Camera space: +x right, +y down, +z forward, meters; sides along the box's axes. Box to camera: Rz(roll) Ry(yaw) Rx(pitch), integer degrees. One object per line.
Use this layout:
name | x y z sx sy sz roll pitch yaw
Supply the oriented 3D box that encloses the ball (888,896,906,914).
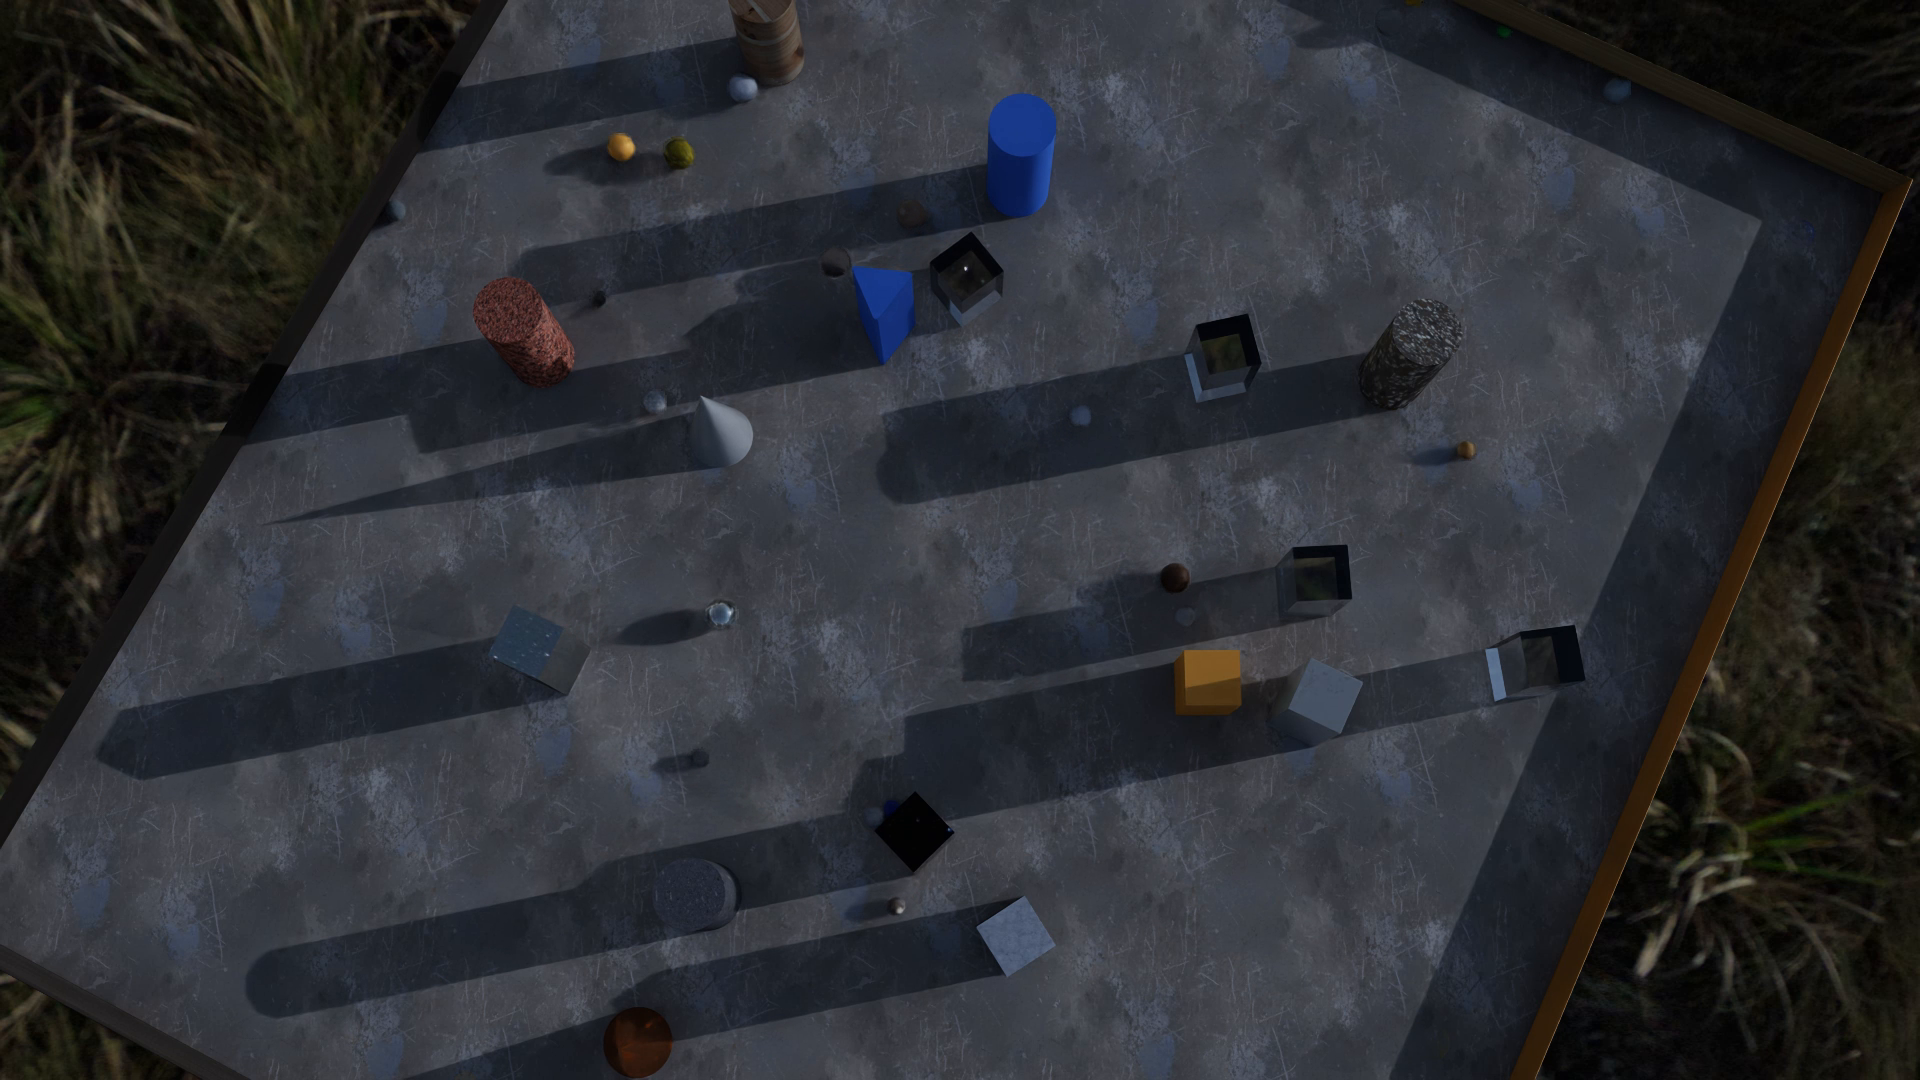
ball | -0.186 1.072 5.368 0.052 0.052 0.052 0 78 0

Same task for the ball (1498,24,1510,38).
ball | 1.762 -1.650 5.937 0.042 0.042 0.042 0 78 0

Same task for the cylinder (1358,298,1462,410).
cylinder | 1.341 -0.550 5.491 0.200 0.470 0.200 0 78 0

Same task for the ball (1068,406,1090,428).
ball | 0.369 -0.381 5.662 0.065 0.065 0.065 0 78 0

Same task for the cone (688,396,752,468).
cone | -0.742 -0.367 5.463 0.200 0.450 0.200 0 78 0

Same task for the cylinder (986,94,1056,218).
cylinder | 0.184 -1.172 5.617 0.200 0.474 0.200 0 78 0

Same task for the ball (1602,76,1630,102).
ball | 2.102 -1.443 5.873 0.084 0.084 0.084 0 78 0

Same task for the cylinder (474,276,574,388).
cylinder | -1.305 -0.618 5.512 0.200 0.456 0.200 0 78 0

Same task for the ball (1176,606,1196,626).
ball | 0.683 0.229 5.539 0.060 0.060 0.060 0 78 0

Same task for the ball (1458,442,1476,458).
ball | 1.560 -0.278 5.646 0.054 0.054 0.054 0 78 0

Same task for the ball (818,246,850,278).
ball | -0.392 -0.869 5.746 0.100 0.100 0.100 0 78 0

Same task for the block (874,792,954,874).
block | -0.128 0.849 5.292 0.160 0.291 0.160 -43 82 -8

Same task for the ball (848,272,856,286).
ball | -0.326 -0.820 5.763 0.046 0.046 0.046 0 78 0

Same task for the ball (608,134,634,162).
ball | -1.077 -1.248 5.833 0.084 0.084 0.084 0 78 0

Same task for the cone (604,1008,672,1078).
cone | -0.934 1.426 5.163 0.200 0.310 0.200 0 78 0

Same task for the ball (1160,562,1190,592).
ball | 0.651 0.114 5.548 0.089 0.089 0.089 0 78 0

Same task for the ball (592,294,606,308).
ball | -1.134 -0.752 5.751 0.041 0.041 0.041 0 78 0

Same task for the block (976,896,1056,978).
block | 0.154 1.126 5.213 0.160 0.334 0.160 -32 80 -6

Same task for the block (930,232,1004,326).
block | 0.021 -0.802 5.657 0.160 0.246 0.160 -37 81 -7

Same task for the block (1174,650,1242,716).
block | 0.727 0.422 5.399 0.160 0.256 0.160 0 78 0

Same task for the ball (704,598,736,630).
ball | -0.721 0.225 5.521 0.096 0.096 0.096 0 78 0

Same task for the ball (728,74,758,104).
ball | -0.696 -1.446 5.869 0.093 0.093 0.093 0 78 0

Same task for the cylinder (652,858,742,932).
cylinder | -0.743 1.010 5.209 0.200 0.389 0.200 0 78 0

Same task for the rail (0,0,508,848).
rail | -1.901 -0.924 5.741 0.045 0.130 4.705 26 80 5

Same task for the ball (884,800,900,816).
ball | -0.200 0.797 5.425 0.053 0.053 0.053 0 78 0

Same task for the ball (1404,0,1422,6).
ball | 1.473 -1.768 5.949 0.066 0.066 0.066 0 78 0

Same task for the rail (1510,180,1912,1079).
rail | 1.901 0.938 5.355 0.045 0.130 4.705 26 80 5

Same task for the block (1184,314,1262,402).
block | 0.797 -0.551 5.579 0.160 0.297 0.160 -12 79 -3

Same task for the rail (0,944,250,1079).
rail | -1.041 2.047 5.126 4.298 0.130 0.045 26 80 5

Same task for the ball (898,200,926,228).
ball | -0.151 -1.029 5.785 0.087 0.087 0.087 0 78 0

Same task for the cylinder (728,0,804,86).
cylinder | -0.602 -1.605 5.728 0.200 0.432 0.200 0 78 0

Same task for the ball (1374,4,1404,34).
ball | 1.386 -1.679 5.917 0.093 0.093 0.093 0 78 0

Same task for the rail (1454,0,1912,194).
rail | 1.041 -2.033 5.970 4.298 0.130 0.045 26 80 5

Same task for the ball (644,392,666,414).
ball | -0.944 -0.426 5.670 0.069 0.069 0.069 0 78 0

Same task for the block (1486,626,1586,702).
block | 1.679 0.364 5.364 0.160 0.348 0.160 -7 78 -1

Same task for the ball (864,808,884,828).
ball | -0.254 0.819 5.417 0.060 0.060 0.060 0 78 0

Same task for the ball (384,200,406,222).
ball | -1.789 -1.041 5.799 0.066 0.066 0.066 0 78 0

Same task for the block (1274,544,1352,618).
block | 1.046 0.126 5.437 0.160 0.301 0.160 -3 78 -1

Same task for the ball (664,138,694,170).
ball | -0.892 -1.225 5.821 0.096 0.096 0.096 0 78 0

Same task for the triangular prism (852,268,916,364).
triangular prism | -0.252 -0.704 5.535 0.150 0.446 0.173 36 81 7

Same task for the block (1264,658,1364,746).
block | 1.022 0.475 5.315 0.160 0.398 0.160 26 79 5

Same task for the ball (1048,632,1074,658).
ball | 0.302 0.316 5.512 0.077 0.077 0.077 0 78 0

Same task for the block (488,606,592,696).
block | -1.221 0.326 5.347 0.160 0.397 0.160 24 79 5

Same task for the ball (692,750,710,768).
ball | -0.771 0.651 5.455 0.052 0.052 0.052 0 78 0
